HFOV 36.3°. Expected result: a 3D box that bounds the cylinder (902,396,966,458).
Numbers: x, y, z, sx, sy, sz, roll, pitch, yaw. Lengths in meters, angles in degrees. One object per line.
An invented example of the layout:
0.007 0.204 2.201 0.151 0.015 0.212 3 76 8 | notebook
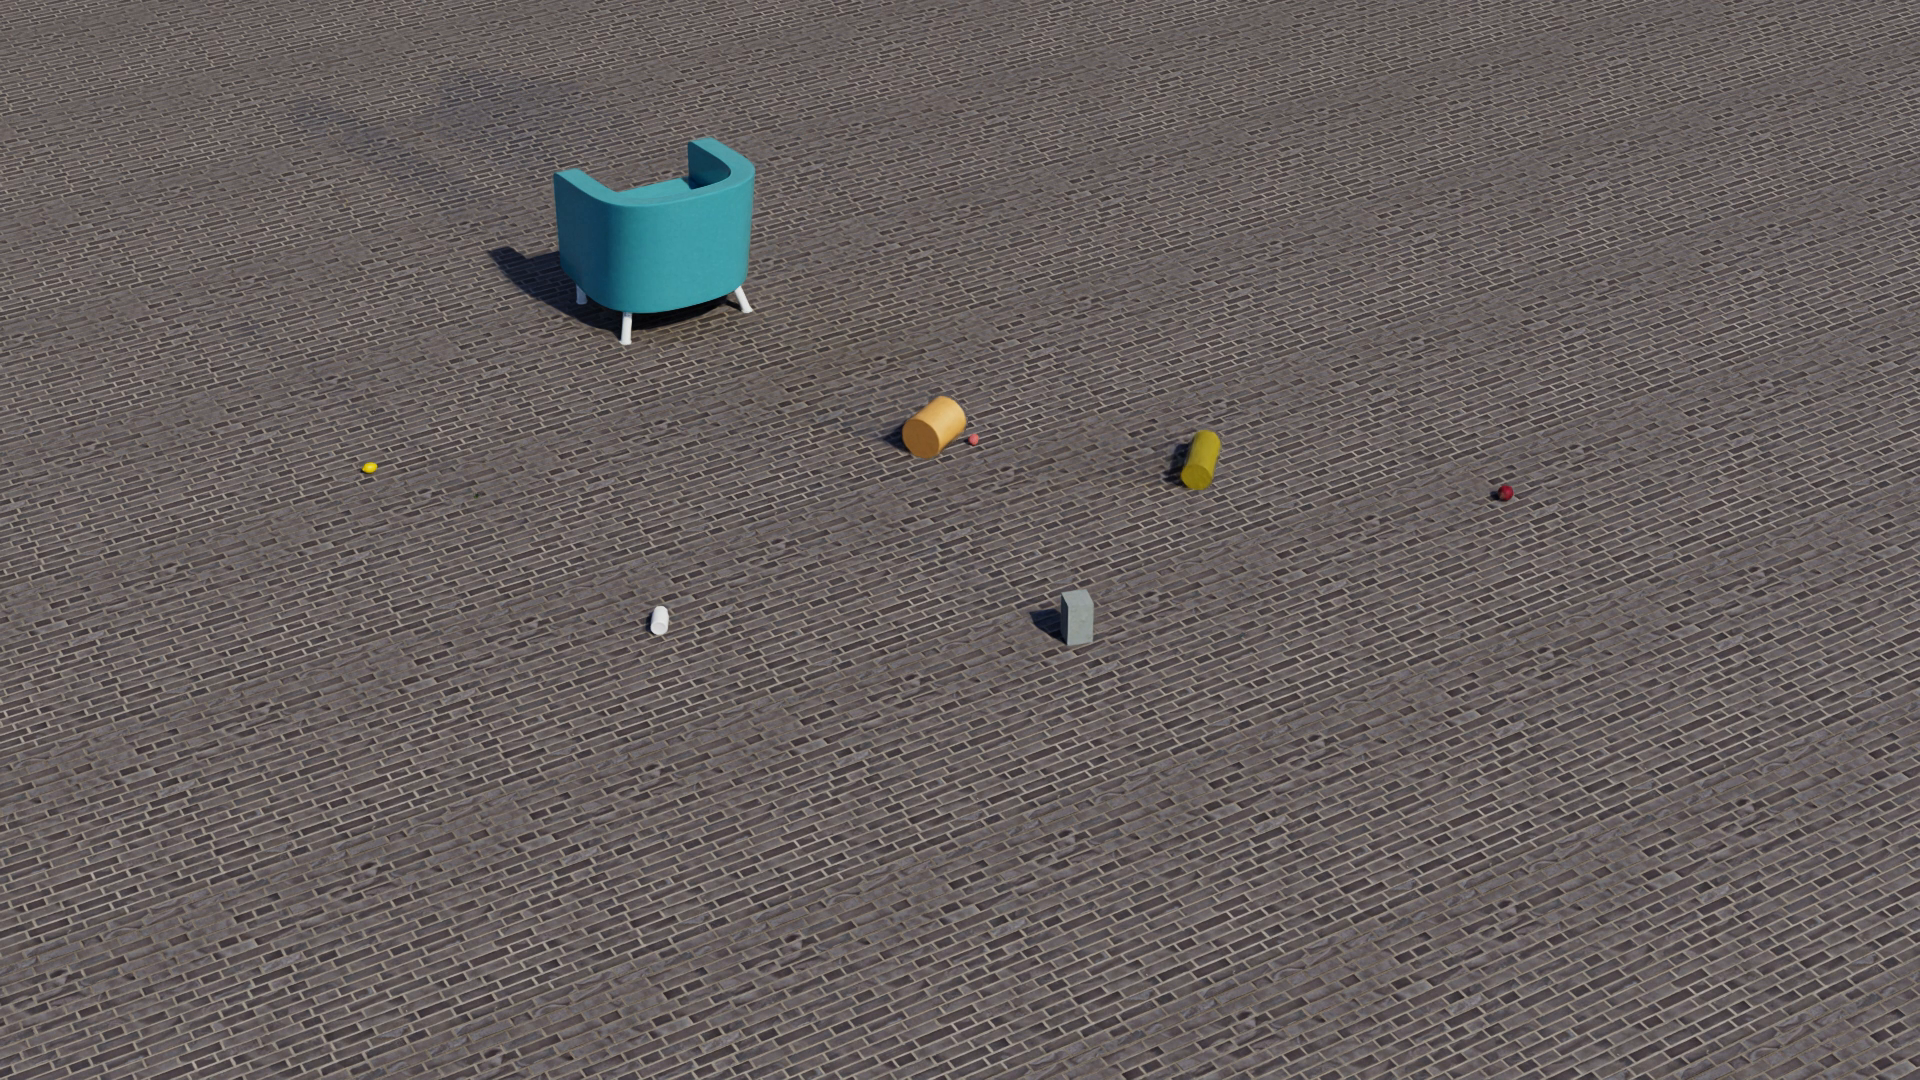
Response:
-0.103 -0.440 11.456 0.173 0.172 0.198 8 33 32 | cylinder

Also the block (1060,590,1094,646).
0.414 0.274 10.376 0.093 0.168 0.092 -8 34 -12 | block

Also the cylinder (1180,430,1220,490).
0.929 -0.310 11.311 0.116 0.113 0.256 34 35 -8 | cylinder
